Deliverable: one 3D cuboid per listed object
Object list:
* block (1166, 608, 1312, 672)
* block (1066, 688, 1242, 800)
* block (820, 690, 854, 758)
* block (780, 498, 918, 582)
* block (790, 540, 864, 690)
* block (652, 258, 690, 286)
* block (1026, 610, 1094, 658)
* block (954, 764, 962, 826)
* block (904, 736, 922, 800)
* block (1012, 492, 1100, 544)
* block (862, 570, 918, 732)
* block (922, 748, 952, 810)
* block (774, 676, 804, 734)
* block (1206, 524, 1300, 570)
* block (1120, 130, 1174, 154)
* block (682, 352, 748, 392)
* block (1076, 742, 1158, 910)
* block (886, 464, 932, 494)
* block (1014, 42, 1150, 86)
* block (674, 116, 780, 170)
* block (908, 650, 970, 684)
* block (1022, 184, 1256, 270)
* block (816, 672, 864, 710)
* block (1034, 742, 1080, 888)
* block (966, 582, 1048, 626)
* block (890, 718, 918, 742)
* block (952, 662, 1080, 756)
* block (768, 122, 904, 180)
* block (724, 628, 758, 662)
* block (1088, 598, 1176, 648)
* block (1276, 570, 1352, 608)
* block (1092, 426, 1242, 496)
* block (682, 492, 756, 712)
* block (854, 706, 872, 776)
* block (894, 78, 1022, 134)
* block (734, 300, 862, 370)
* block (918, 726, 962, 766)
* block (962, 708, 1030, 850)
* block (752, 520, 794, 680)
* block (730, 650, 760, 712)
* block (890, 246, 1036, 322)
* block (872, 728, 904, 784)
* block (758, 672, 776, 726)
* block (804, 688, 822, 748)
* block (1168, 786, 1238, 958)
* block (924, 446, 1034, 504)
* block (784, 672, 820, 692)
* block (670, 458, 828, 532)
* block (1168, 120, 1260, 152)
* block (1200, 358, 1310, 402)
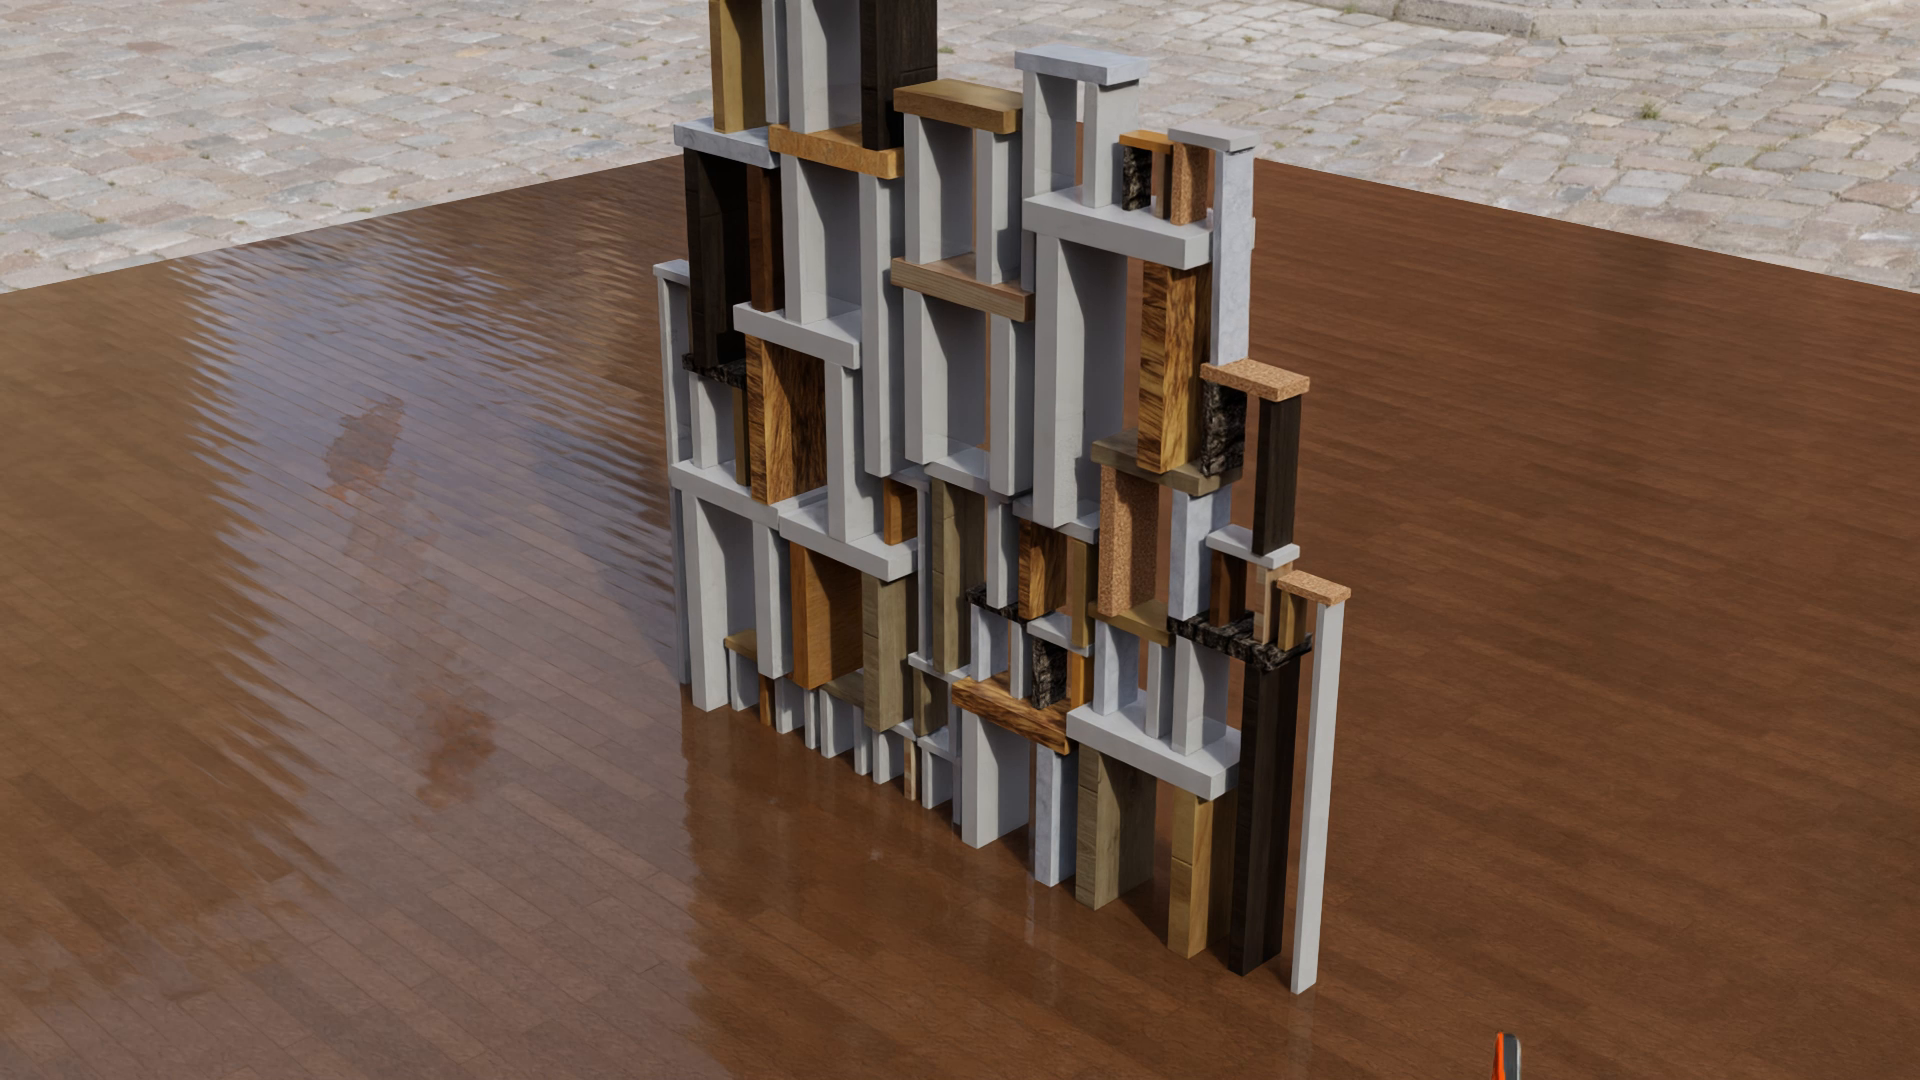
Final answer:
[{"bbox_3d":[0.478,0.158,3.775,0.113,0.032,0.227,-21,31,-40],"label":"block"},{"bbox_3d":[0.375,0.362,3.978,0.339,0.048,0.170,21,31,41],"label":"block"},{"bbox_3d":[-0.259,0.378,4.669,0.079,0.158,0.022,-21,31,-41],"label":"block"},{"bbox_3d":[-0.196,-0.006,4.427,0.162,0.046,0.324,-21,31,-40],"label":"block"},{"bbox_3d":[-0.272,0.134,4.570,0.162,0.324,0.046,-21,31,-40],"label":"block"},{"bbox_3d":[-0.570,-0.559,4.610,0.073,0.021,0.146,-21,31,-40],"label":"block"},{"bbox_3d":[0.205,0.173,4.075,0.150,0.021,0.075,21,31,40],"label":"block"},{"bbox_3d":[0.017,0.499,4.413,0.019,0.135,0.067,21,31,41],"label":"block"},{"bbox_3d":[-0.081,0.456,4.504,0.020,0.142,0.071,21,31,41],"label":"block"},{"bbox_3d":[0.201,-0.046,3.990,0.099,0.028,0.199,-21,31,-40],"label":"block"},{"bbox_3d":[-0.120,0.202,4.433,0.162,0.341,0.046,-21,31,-40],"label":"block"},{"bbox_3d":[-0.046,0.474,4.471,0.019,0.135,0.067,21,31,41],"label":"block"},{"bbox_3d":[-0.367,0.343,4.769,0.072,0.143,0.020,-21,31,-41],"label":"block"},{"bbox_3d":[0.491,0.010,3.691,0.142,0.020,0.071,21,31,40],"label":"block"},{"bbox_3d":[0.320,-0.653,3.604,0.054,0.015,0.109,-21,31,-40],"label":"block"},{"bbox_3d":[-0.469,-0.360,4.580,0.214,0.030,0.107,21,31,40],"label":"block"},{"bbox_3d":[0.295,0.509,4.127,0.048,0.339,0.170,21,31,41],"label":"block"},{"bbox_3d":[-0.084,-0.128,4.263,0.072,0.020,0.143,-21,31,-40],"label":"block"},{"bbox_3d":[0.202,-0.794,3.666,0.104,0.029,0.208,-21,31,-40],"label":"block"},{"bbox_3d":[-0.415,-0.788,4.336,0.292,0.041,0.146,21,31,40],"label":"block"},{"bbox_3d":[-0.024,0.248,4.351,0.075,0.021,0.149,-21,31,-41],"label":"block"},{"bbox_3d":[0.295,-0.528,3.674,0.179,0.051,0.358,-21,31,-40],"label":"block"},{"bbox_3d":[-0.222,0.309,4.601,0.079,0.022,0.158,-21,31,-40],"label":"block"},{"bbox_3d":[0.211,0.500,4.202,0.042,0.296,0.148,21,31,41],"label":"block"},{"bbox_3d":[0.095,0.117,4.179,0.080,0.023,0.160,-21,31,-40],"label":"block"},{"bbox_3d":[-0.115,0.368,4.504,0.071,0.020,0.142,-21,31,-41],"label":"block"},{"bbox_3d":[0.141,0.318,4.201,0.296,0.042,0.148,21,31,41],"label":"block"},{"bbox_3d":[-0.188,-0.740,4.119,0.165,0.047,0.330,-21,31,-40],"label":"block"},{"bbox_3d":[-0.438,0.235,4.803,0.148,0.021,0.074,21,31,41],"label":"block"},{"bbox_3d":[0.330,0.137,3.930,0.188,0.027,0.094,21,31,41],"label":"block"},{"bbox_3d":[0.582,0.079,3.620,0.109,0.015,0.054,21,31,40],"label":"block"},{"bbox_3d":[0.355,-0.137,3.777,0.238,0.034,0.119,21,31,40],"label":"block"},{"bbox_3d":[-0.515,0.113,4.836,0.050,0.513,0.175,21,31,41],"label":"block"},{"bbox_3d":[-0.185,0.407,4.601,0.079,0.157,0.022,-21,31,-41],"label":"block"},{"bbox_3d":[0.026,-0.764,3.864,0.136,0.039,0.272,-21,31,-40],"label":"block"},{"bbox_3d":[-0.264,-0.420,4.334,0.178,0.050,0.355,-21,31,-41],"label":"block"},{"bbox_3d":[-0.015,0.415,4.412,0.135,0.019,0.068,21,31,41],"label":"block"},{"bbox_3d":[0.071,0.446,4.331,0.042,0.296,0.148,21,31,41],"label":"block"},{"bbox_3d":[-0.350,0.103,4.653,0.050,0.350,0.175,21,31,41],"label":"block"},{"bbox_3d":[-0.473,0.299,4.868,0.021,0.148,0.074,21,31,41],"label":"block"},{"bbox_3d":[0.051,-0.468,3.974,0.334,0.047,0.167,21,31,41],"label":"block"},{"bbox_3d":[-0.148,0.430,4.566,0.071,0.142,0.020,-21,31,-41],"label":"block"},{"bbox_3d":[-0.403,0.326,4.804,0.021,0.148,0.074,21,31,41],"label":"block"},{"bbox_3d":[-0.299,0.369,4.707,0.020,0.143,0.072,21,31,41],"label":"block"},{"bbox_3d":[0.455,0.571,3.980,0.048,0.339,0.170,21,31,41],"label":"block"},{"bbox_3d":[0.049,-0.125,4.121,0.220,0.031,0.110,21,31,41],"label":"block"},{"bbox_3d":[-0.333,0.281,4.706,0.072,0.020,0.143,-21,31,-41],"label":"block"},{"bbox_3d":[-0.432,-0.113,4.650,0.350,0.050,0.175,21,31,40],"label":"block"},{"bbox_3d":[0.404,-0.643,3.501,0.068,0.019,0.136,-20,29,-36],"label":"block"},{"bbox_3d":[0.480,-0.265,3.586,0.081,0.023,0.163,-20,30,-39],"label":"block"}]
